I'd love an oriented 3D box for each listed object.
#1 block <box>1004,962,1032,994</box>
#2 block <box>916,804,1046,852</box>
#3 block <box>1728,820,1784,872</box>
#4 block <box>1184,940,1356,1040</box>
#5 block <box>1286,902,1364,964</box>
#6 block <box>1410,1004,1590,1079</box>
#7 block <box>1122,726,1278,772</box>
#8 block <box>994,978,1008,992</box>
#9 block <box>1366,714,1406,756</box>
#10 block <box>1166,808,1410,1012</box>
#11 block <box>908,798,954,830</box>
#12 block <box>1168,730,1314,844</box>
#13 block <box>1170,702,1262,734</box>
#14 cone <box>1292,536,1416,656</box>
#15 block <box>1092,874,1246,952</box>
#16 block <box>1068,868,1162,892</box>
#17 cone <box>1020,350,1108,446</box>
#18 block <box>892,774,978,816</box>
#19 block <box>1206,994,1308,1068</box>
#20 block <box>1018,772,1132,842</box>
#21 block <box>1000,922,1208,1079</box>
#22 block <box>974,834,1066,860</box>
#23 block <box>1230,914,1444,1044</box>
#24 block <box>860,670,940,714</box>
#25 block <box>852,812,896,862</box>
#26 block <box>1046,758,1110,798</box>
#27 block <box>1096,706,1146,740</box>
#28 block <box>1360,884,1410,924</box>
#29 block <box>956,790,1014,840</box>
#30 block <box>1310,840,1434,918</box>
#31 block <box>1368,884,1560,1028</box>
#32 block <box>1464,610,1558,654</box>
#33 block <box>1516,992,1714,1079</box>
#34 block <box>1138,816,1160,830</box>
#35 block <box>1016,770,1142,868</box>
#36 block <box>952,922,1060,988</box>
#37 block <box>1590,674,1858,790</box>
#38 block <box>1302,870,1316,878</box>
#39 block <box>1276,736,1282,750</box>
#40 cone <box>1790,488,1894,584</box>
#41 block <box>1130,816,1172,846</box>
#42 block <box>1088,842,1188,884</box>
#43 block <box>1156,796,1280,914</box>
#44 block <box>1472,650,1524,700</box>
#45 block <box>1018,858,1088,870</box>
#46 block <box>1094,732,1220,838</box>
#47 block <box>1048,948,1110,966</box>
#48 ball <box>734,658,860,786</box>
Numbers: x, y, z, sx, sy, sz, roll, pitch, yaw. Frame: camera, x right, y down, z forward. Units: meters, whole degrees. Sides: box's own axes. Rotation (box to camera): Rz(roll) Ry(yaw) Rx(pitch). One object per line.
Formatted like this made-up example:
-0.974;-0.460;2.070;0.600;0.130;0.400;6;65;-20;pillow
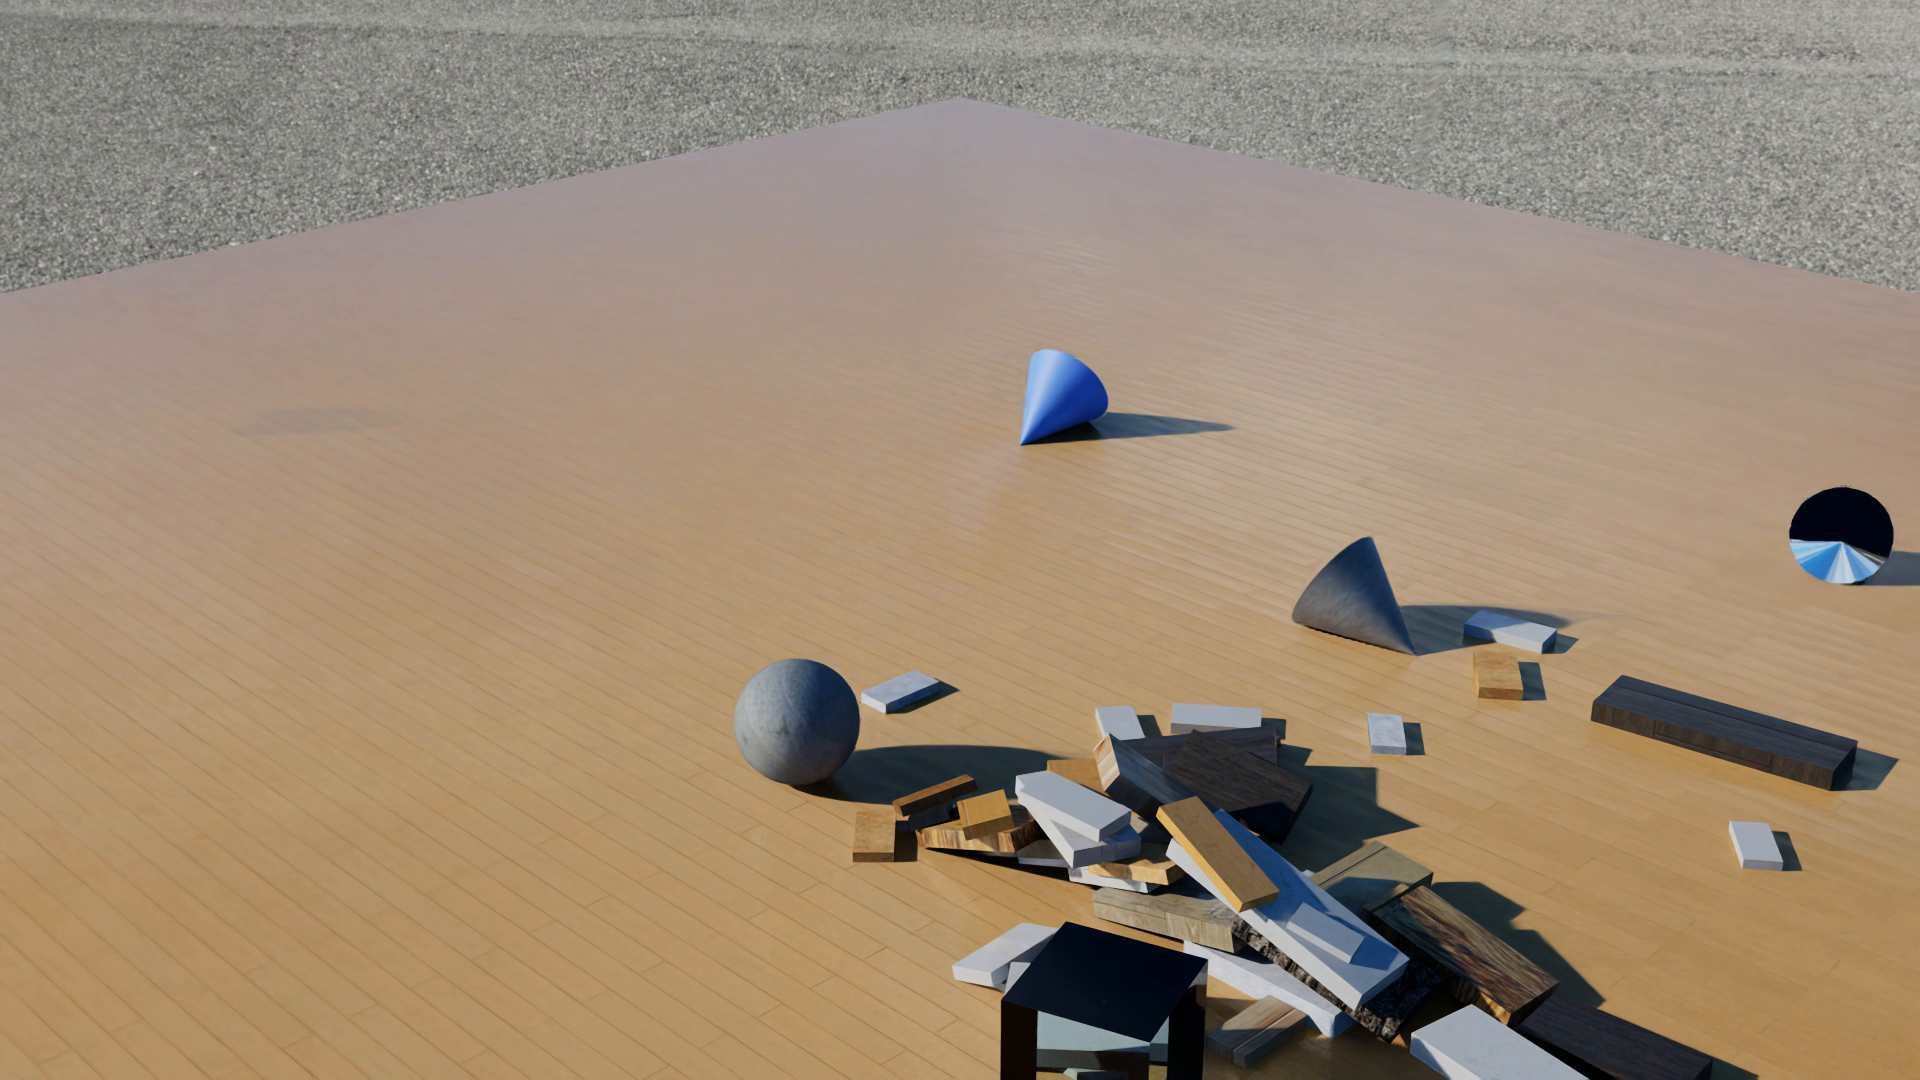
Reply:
0.226;0.791;3.793;0.293;0.038;0.134;0;27;9;block
0.054;0.556;4.266;0.136;0.039;0.273;-22;11;-41;block
1.562;0.600;4.319;0.074;0.021;0.148;3;23;8;block
0.579;0.761;3.906;0.166;0.047;0.332;-21;31;-40;block
0.624;0.670;3.754;0.120;0.017;0.060;28;38;19;block
0.886;0.862;3.568;0.143;0.040;0.285;-15;27;-32;block
0.487;0.460;4.540;0.331;0.047;0.166;-7;24;9;block
0.191;0.816;3.816;0.320;0.017;0.060;20;30;39;block
0.920;0.419;4.747;0.074;0.021;0.148;3;23;6;block
0.567;0.637;3.828;0.143;0.040;0.432;-23;50;-41;block
-0.057;0.538;4.375;0.080;0.023;0.159;-18;5;4;block
0.554;0.492;4.400;0.268;0.038;0.134;23;65;25;block
0.559;0.395;4.795;0.193;0.027;0.096;4;23;8;block
0.976;0.183;5.174;0.272;0.272;0.272;-23;59;-42;cone
0.422;0.669;4.032;0.166;0.047;0.332;-21;18;-41;block
0.311;0.620;4.138;0.102;0.029;0.203;-21;13;-39;block
0.248;-0.369;6.474;0.272;0.272;0.272;16;55;34;cone
-0.050;0.510;4.394;0.159;0.023;0.080;-19;5;-12;block
0.506;0.838;3.755;0.169;0.024;0.085;-21;31;-40;block
0.211;0.492;4.063;0.191;0.027;0.095;22;32;36;block
0.231;0.811;3.530;0.250;0.250;0.250;11;25;24;block
0.166;0.570;4.251;0.273;0.039;0.136;-6;13;47;block
0.654;0.720;3.823;0.332;0.047;0.166;33;39;25;block
-0.133;0.340;4.931;0.165;0.023;0.082;-20;30;-39;block
-0.168;0.586;4.350;0.080;0.023;0.159;0;23;0;block
0.228;0.476;4.160;0.095;0.027;0.191;-1;26;-8;block
0.348;0.409;4.766;0.082;0.023;0.165;-2;23;-6;block
0.766;0.669;3.973;0.120;0.060;0.017;-19;36;-40;block
0.048;0.529;4.234;0.095;0.027;0.191;-15;9;-1;block
0.735;0.643;4.048;0.268;0.038;0.134;-19;34;-40;block
0.887;0.736;3.886;0.152;0.043;0.303;-18;40;-40;block
1.305;0.217;5.215;0.193;0.027;0.096;15;27;32;block
1.093;0.859;3.684;0.285;0.040;0.143;19;29;37;block
0.441;0.564;4.397;0.191;0.027;0.095;-17;28;-34;block
0.220;0.519;4.147;0.136;0.039;0.273;-8;27;-20;block
0.087;0.742;3.943;0.095;0.027;0.191;0;16;45;block
1.640;0.410;4.734;0.517;0.047;0.166;17;28;34;block
0.729;0.708;4.007;0.303;0.043;0.152;20;30;30;block
0.607;0.447;4.645;0.082;0.023;0.165;4;17;31;block
2.255;0.000;5.621;0.243;0.243;0.243;11;-1;24;cone
0.350;0.590;4.306;0.076;0.022;0.276;-41;41;-24;block
0.342;0.595;4.071;0.102;0.029;0.203;-21;13;-40;block
0.450;0.548;3.853;0.085;0.024;0.248;-11;43;-32;block
1.223;0.307;5.002;0.096;0.027;0.193;3;23;8;block
0.215;0.596;4.231;0.102;0.029;0.203;-21;11;-40;block
0.408;0.513;4.241;0.331;0.047;0.166;35;16;-17;block
0.241;0.781;3.889;0.085;0.024;0.169;-18;29;-36;block
-0.336;0.376;4.541;0.261;0.261;0.261;0;23;0;ball
